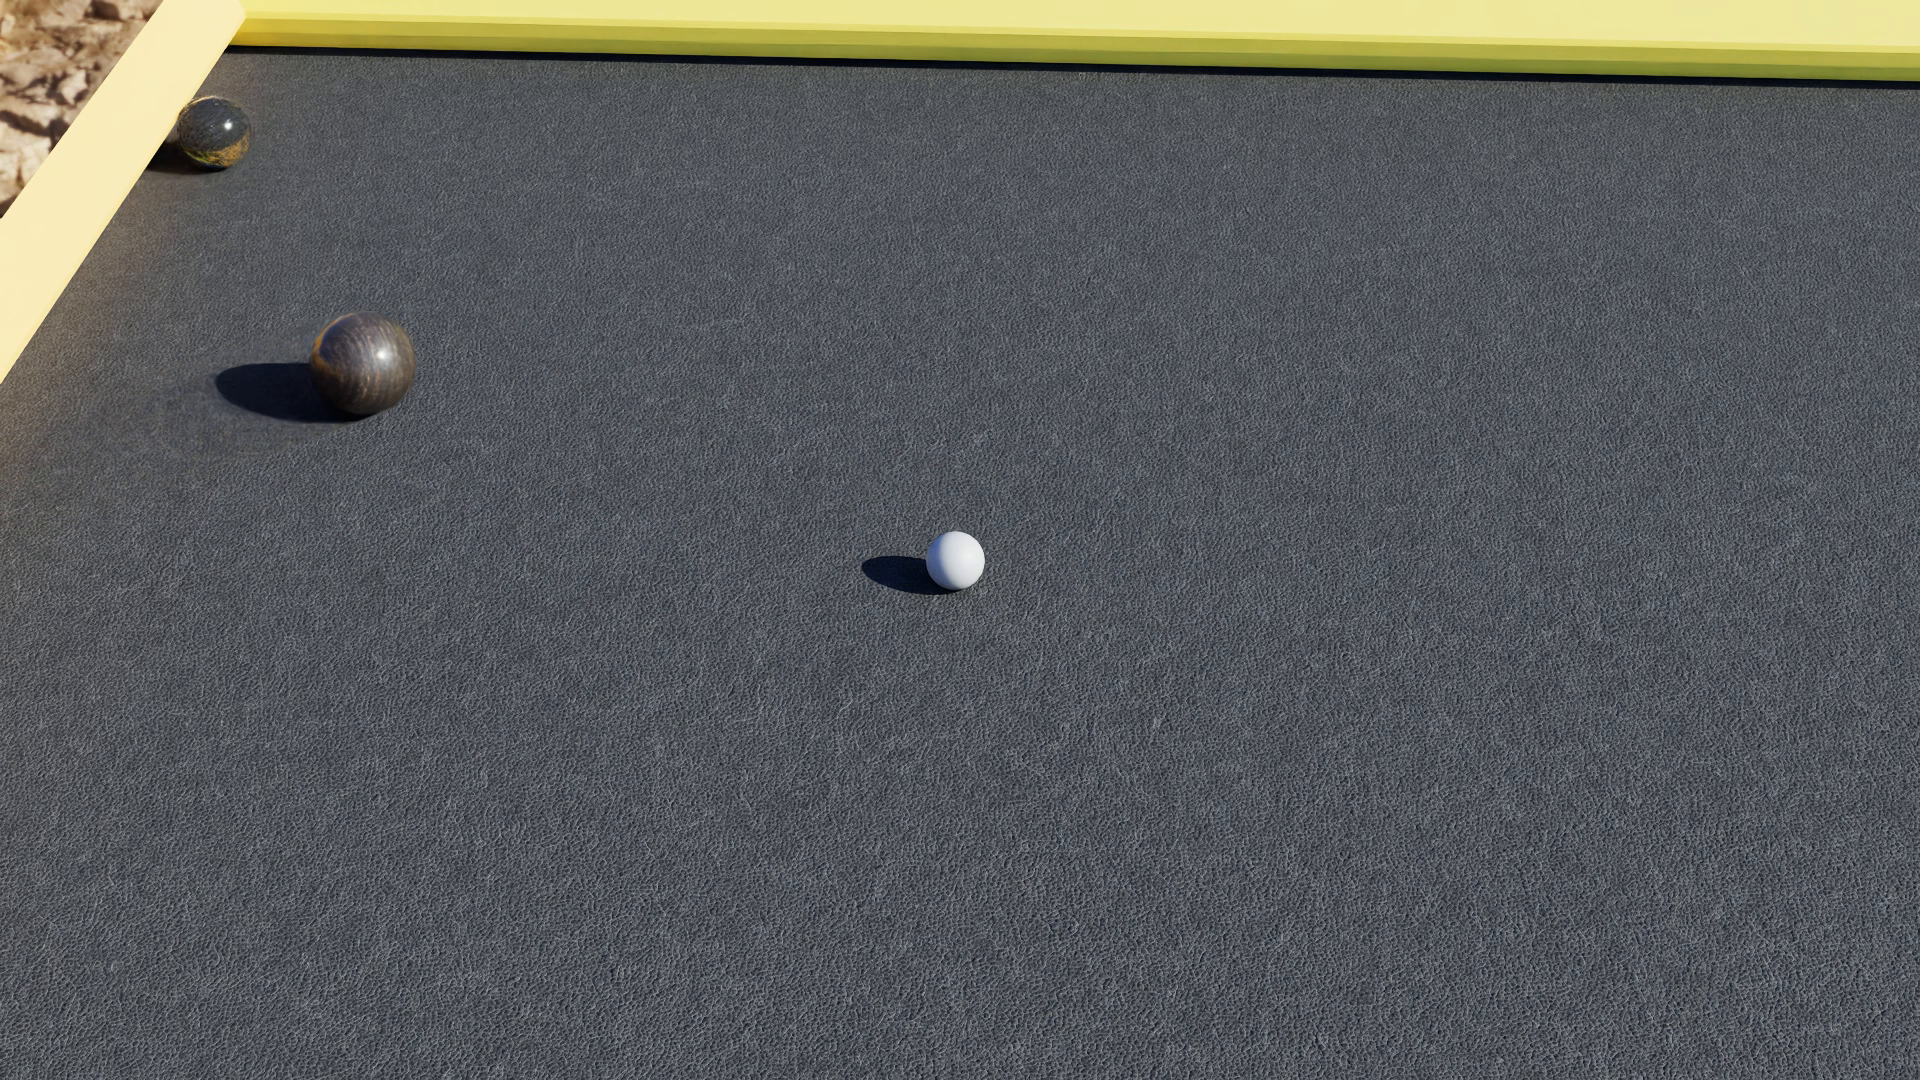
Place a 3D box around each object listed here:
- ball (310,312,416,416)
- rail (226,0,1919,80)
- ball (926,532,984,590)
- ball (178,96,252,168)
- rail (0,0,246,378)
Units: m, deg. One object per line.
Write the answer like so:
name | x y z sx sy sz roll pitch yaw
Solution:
ball | -0.463 -0.137 1.988 0.079 0.079 0.079 0 35 0
rail | 0.823 -0.479 2.449 3.128 0.103 0.045 2 35 2
ball | -0.003 0.015 1.808 0.041 0.041 0.041 0 35 0
ball | -0.676 -0.370 2.329 0.065 0.065 0.065 0 35 0
rail | -0.757 -0.039 1.829 0.045 0.103 1.724 2 35 2
